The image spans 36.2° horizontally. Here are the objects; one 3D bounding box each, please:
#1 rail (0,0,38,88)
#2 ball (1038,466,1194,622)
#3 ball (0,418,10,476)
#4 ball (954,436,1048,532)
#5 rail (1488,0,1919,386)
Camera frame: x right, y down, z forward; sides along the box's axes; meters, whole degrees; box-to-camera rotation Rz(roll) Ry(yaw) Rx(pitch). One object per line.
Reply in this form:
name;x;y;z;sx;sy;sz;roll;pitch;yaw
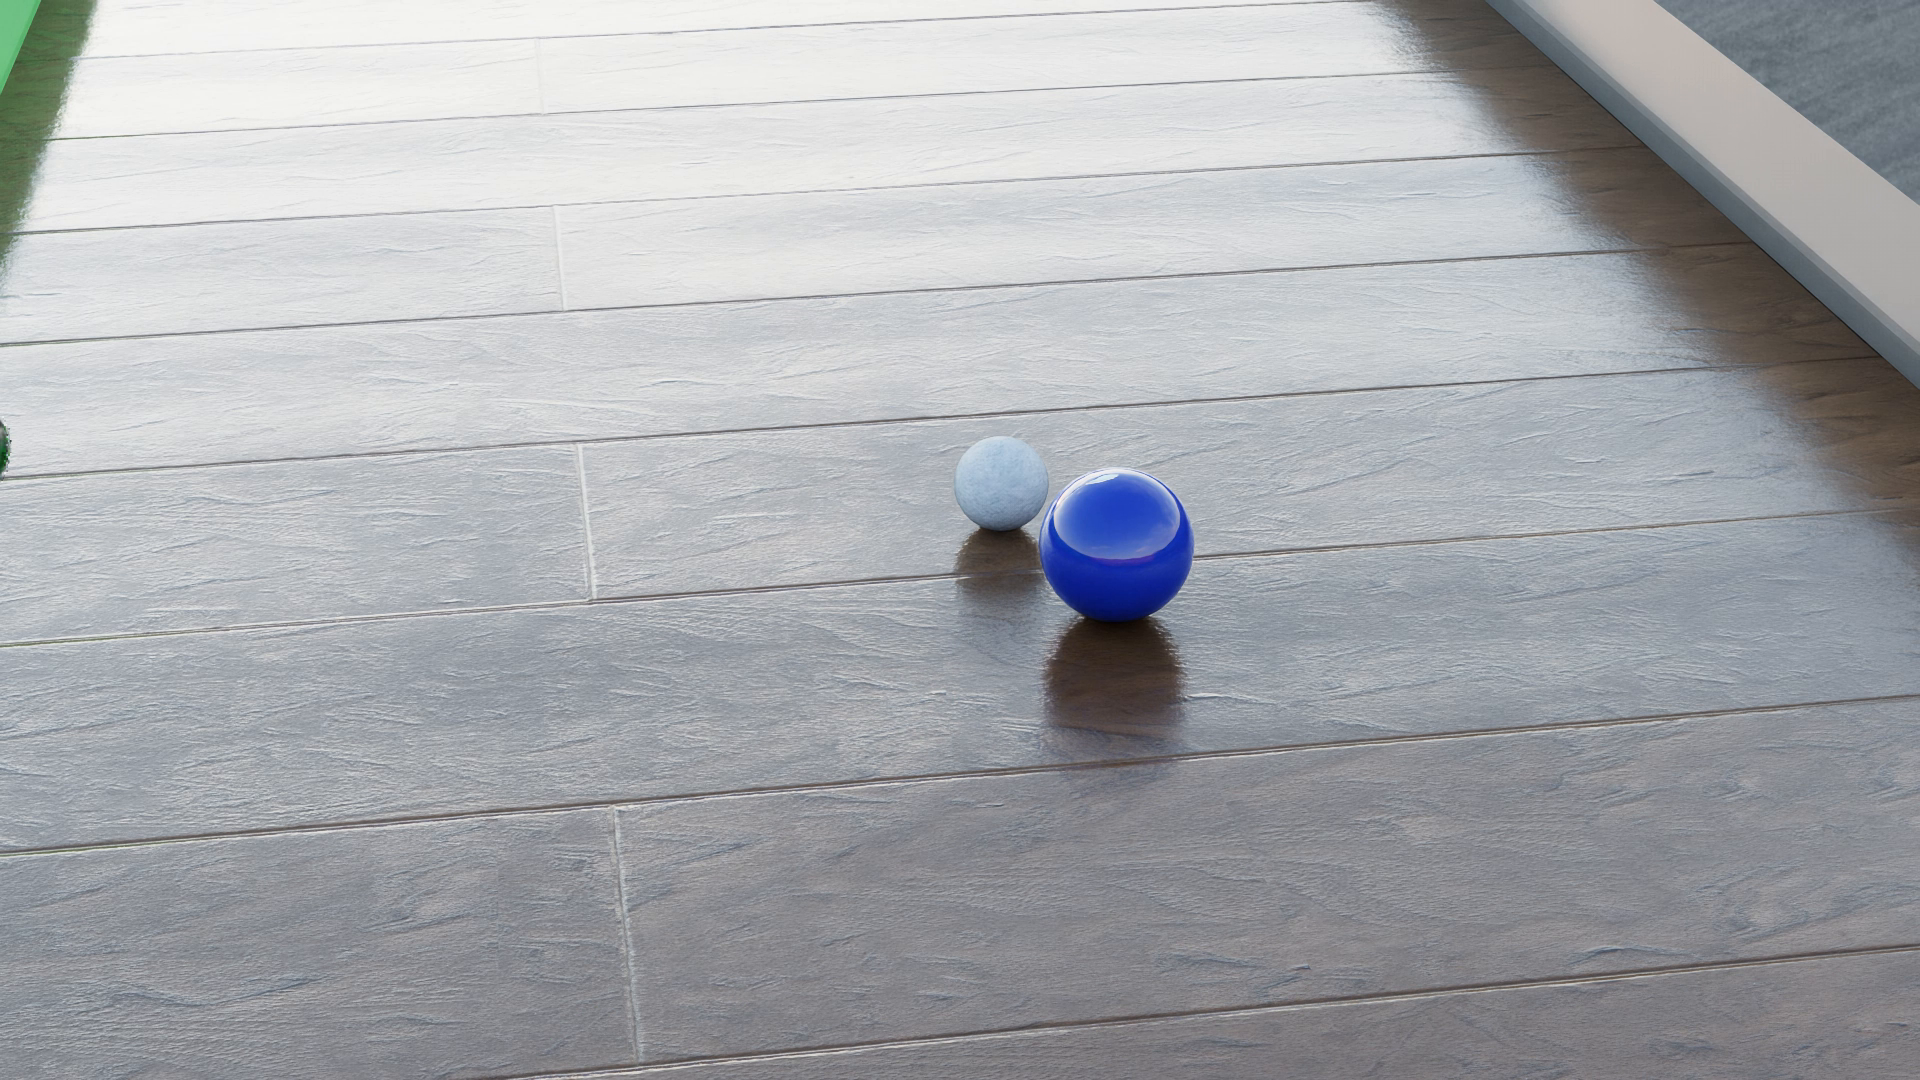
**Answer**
rail;-0.850;-0.306;2.444;0.045;0.128;3.039;-4;27;-8
ball;0.099;0.003;1.862;0.099;0.099;0.099;0;27;0
ball;-0.695;-0.064;2.014;0.083;0.083;0.083;0;27;0
ball;0.028;-0.038;1.983;0.064;0.064;0.064;0;27;0
rail;0.614;-0.409;2.650;0.045;0.128;3.039;-4;27;-8
